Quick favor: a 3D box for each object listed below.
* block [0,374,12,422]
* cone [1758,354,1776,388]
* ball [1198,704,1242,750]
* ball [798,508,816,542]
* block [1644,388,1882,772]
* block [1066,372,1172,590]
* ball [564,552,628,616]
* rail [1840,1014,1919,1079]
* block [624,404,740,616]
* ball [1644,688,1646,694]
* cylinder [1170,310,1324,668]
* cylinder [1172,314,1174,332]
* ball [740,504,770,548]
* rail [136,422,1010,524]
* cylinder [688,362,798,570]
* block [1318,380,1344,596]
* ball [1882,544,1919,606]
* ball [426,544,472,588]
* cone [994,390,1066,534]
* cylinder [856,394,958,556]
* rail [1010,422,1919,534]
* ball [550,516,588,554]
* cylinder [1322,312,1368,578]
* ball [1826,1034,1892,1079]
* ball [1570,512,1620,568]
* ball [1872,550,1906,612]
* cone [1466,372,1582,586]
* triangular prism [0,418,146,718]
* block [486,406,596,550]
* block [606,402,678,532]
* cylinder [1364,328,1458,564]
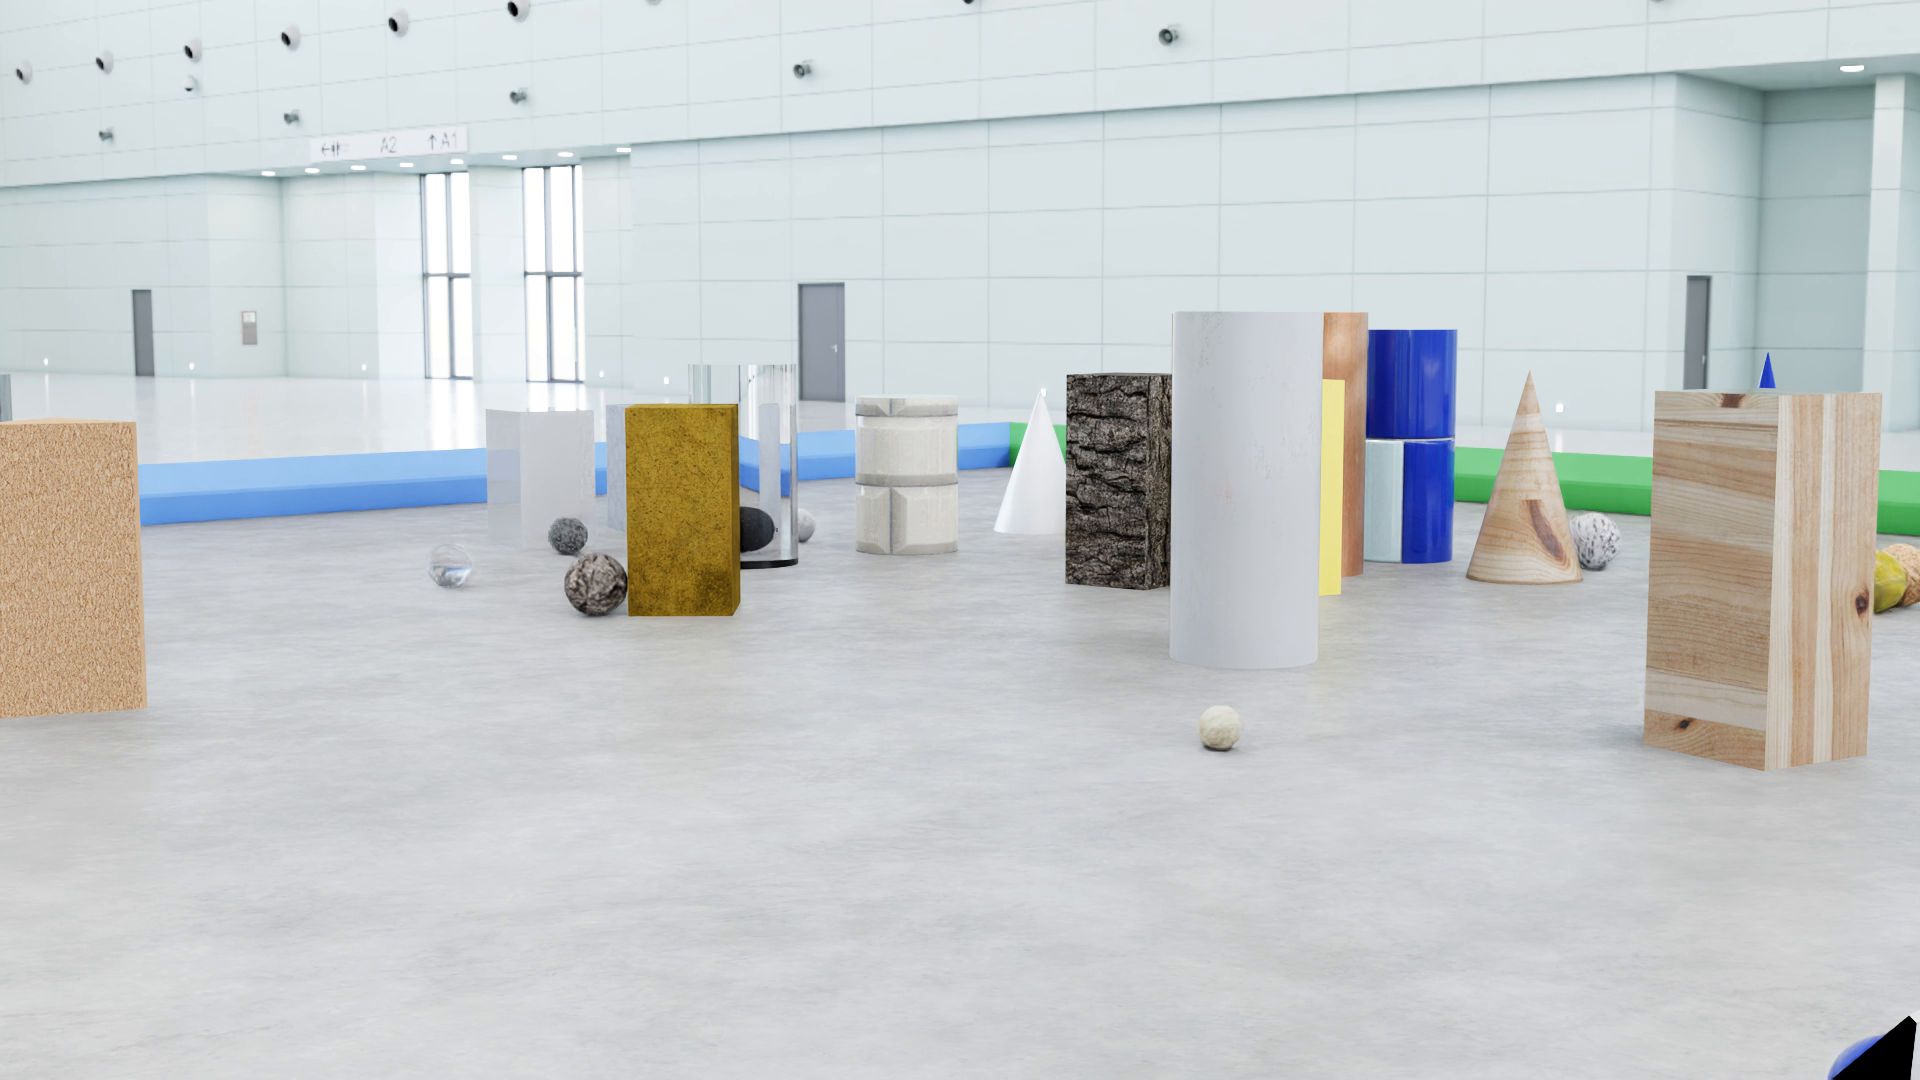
[{"bbox_3d":[-1.242,-0.018,2.670,0.151,0.362,0.151,-1,6,-11],"label":"block"},{"bbox_3d":[1.111,-0.069,3.044,0.188,0.386,0.188,0,6,0],"label":"cone"},{"bbox_3d":[0.263,0.189,2.222,0.045,0.045,0.045,0,6,0],"label":"ball"},{"bbox_3d":[-0.306,-0.028,4.190,0.064,0.064,0.064,0,6,0],"label":"ball"},{"bbox_3d":[0.801,0.032,2.202,0.151,0.361,0.151,-4,7,-30],"label":"block"},{"bbox_3d":[0.276,-0.099,3.556,0.151,0.338,0.151,4,7,36],"label":"block"},{"bbox_3d":[-0.528,0.064,3.187,0.092,0.092,0.092,0,6,0],"label":"ball"},{"bbox_3d":[1.350,0.186,1.877,4.099,0.122,0.045,-6,8,-42],"label":"rail"},{"bbox_3d":[-0.406,-0.047,3.240,0.151,0.301,0.151,0,6,-1],"label":"block"},{"bbox_3d":[0.756,0.167,2.318,0.069,0.069,0.069,0,6,0],"label":"ball"},{"bbox_3d":[0.362,-0.069,2.789,0.188,0.440,0.188,0,6,0],"label":"cylinder"},{"bbox_3d":[0.486,-0.203,4.082,0.188,0.434,0.188,0,6,0],"label":"cylinder"},{"bbox_3d":[-0.394,-0.026,4.068,0.084,0.084,0.084,0,6,0],"label":"ball"},{"bbox_3d":[-1.350,-0.122,4.787,4.099,0.122,0.045,-6,8,-42],"label":"rail"},{"bbox_3d":[-0.376,-0.132,3.824,0.188,0.348,0.188,0,6,0],"label":"cylinder"},{"bbox_3d":[0.492,-0.085,3.443,0.151,0.332,0.151,-3,7,-27],"label":"block"},{"bbox_3d":[1.405,0.053,3.284,0.093,0.093,0.093,0,6,0],"label":"ball"},{"bbox_3d":[-0.815,0.040,3.508,0.070,0.070,0.070,0,6,0],"label":"ball"},{"bbox_3d":[0.161,-0.162,4.407,0.188,0.285,0.188,0,6,0],"label":"cone"},{"bbox_3d":[-0.098,-0.123,4.038,0.188,0.283,0.188,0,6,0],"label":"cylinder"},{"bbox_3d":[1.489,-0.113,4.698,0.045,0.122,4.028,-6,8,-42],"label":"rail"},{"bbox_3d":[-0.708,-0.008,3.983,0.067,0.067,0.067,0,6,0],"label":"ball"},{"bbox_3d":[0.587,-0.164,3.698,0.188,0.436,0.188,0,6,0],"label":"cylinder"},{"bbox_3d":[0.487,0.292,1.149,0.066,0.066,0.066,0,6,0],"label":"ball"},{"bbox_3d":[1.083,0.001,3.770,0.094,0.094,0.094,0,6,0],"label":"ball"},{"bbox_3d":[1.333,0.060,3.214,0.092,0.092,0.092,0,6,0],"label":"ball"},{"bbox_3d":[0.930,-0.108,3.609,0.188,0.345,0.188,0,6,0],"label":"cone"},{"bbox_3d":[-1.010,0.025,2.469,0.163,0.319,0.141,-3,7,-23],"label":"triangular prism"},{"bbox_3d":[-0.790,-0.119,4.145,0.151,0.254,0.151,-4,7,-36],"label":"block"},{"bbox_3d":[-0.613,-0.146,4.420,0.151,0.250,0.151,-3,7,-28],"label":"block"},{"bbox_3d":[0.783,-0.171,3.905,0.188,0.406,0.188,0,6,0],"label":"cylinder"}]
